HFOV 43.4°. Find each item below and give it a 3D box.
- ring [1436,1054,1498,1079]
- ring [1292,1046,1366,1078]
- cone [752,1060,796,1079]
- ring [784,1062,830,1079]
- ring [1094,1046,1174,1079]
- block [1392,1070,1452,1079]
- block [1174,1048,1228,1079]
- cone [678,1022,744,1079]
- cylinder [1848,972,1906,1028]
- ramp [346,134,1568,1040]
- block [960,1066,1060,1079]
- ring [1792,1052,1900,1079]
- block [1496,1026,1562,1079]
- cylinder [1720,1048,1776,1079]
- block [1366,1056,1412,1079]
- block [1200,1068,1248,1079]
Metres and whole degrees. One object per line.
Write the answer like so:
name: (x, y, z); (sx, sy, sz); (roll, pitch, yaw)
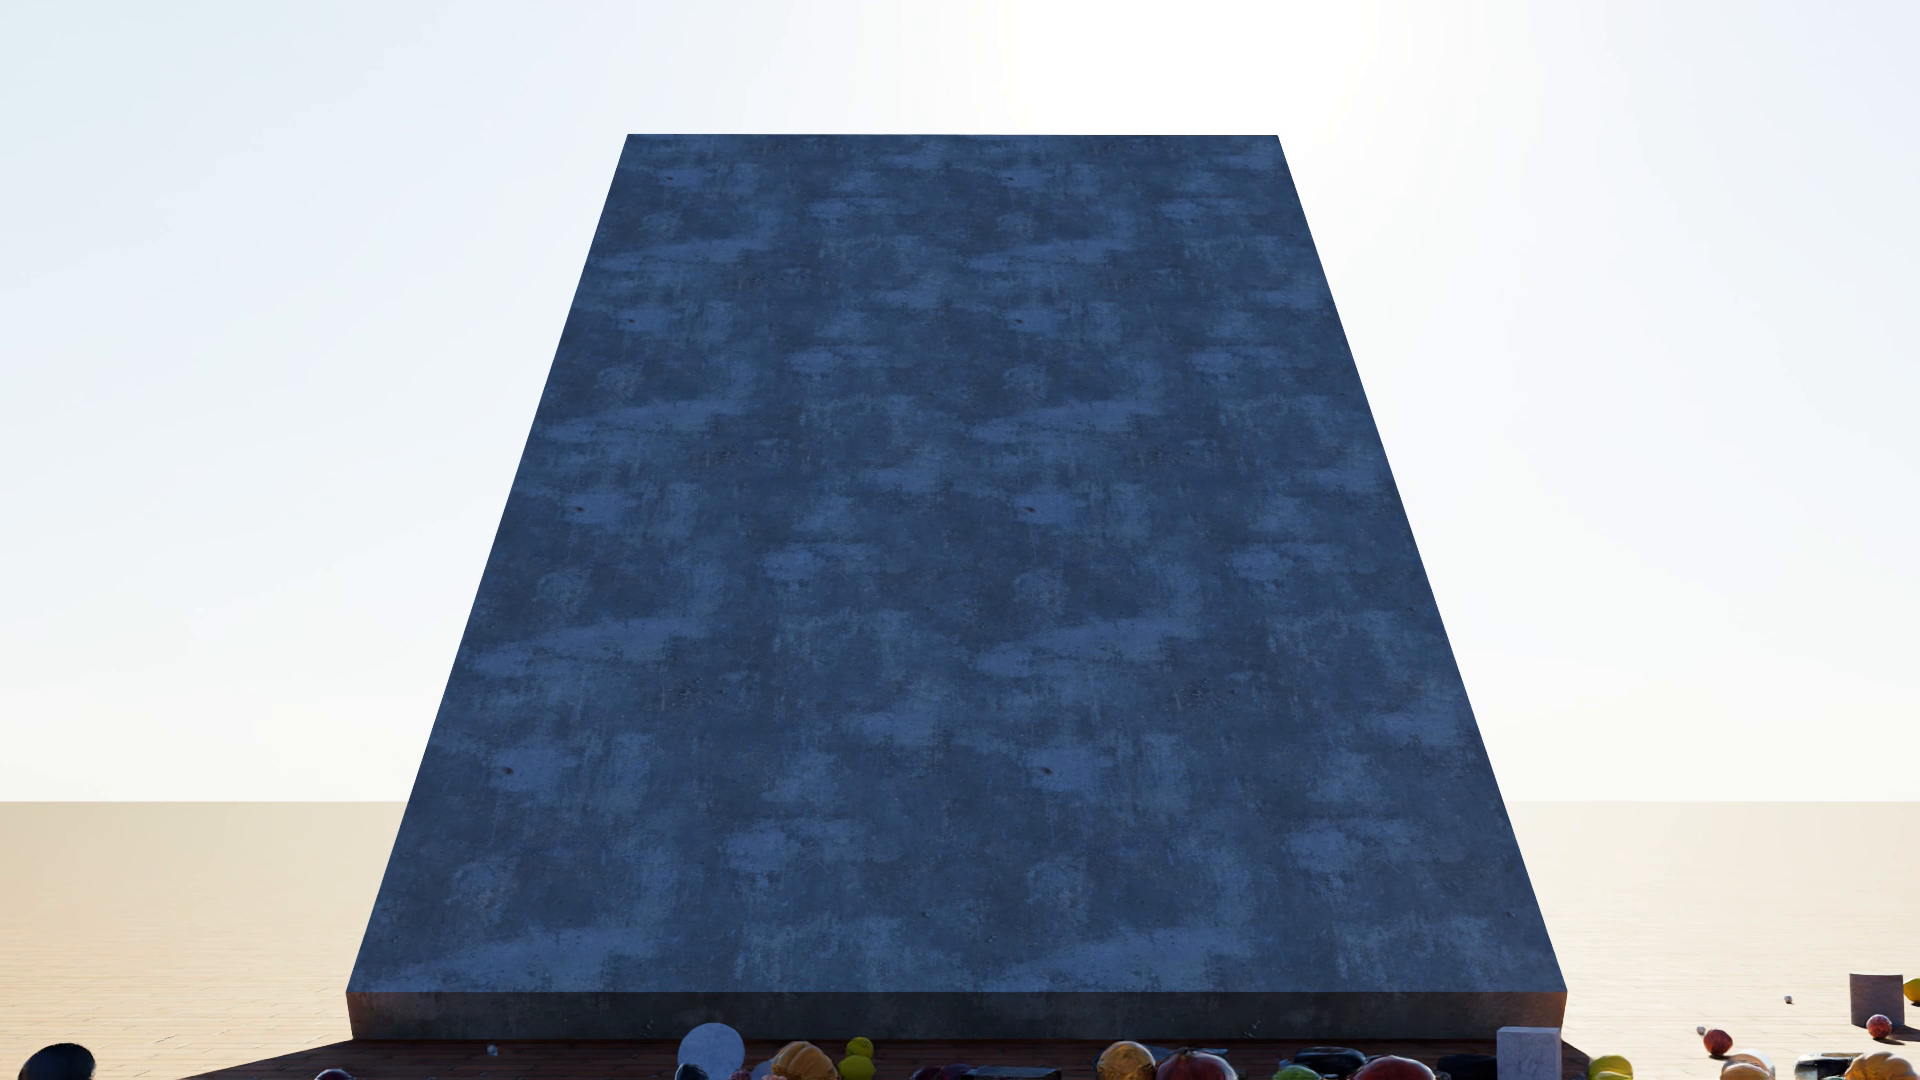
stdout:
ring: (0.726, 0.749, 3.417); (0.100, 0.033, 0.100); (1, -6, 0)
ring: (0.534, 0.755, 3.490); (0.105, 0.035, 0.105); (0, -5, 0)
cone: (-0.255, 0.727, 3.187); (0.060, 0.060, 0.060); (3, -38, -24)
ring: (-0.225, 0.746, 3.368); (0.085, 0.028, 0.085); (1, -7, 0)
ring: (0.251, 0.749, 3.453); (0.120, 0.040, 0.120); (-1, -6, 0)
block: (0.581, 0.696, 3.030); (0.055, 0.055, 0.055); (1, -6, -13)
block: (0.319, 0.707, 3.181); (0.065, 0.065, 0.065); (-1, -6, 10)
cone: (-0.341, 0.741, 3.391); (0.094, 0.094, 0.094); (-1, -33, 6)
cylinder: (1.613, 0.807, 4.244); (0.090, 0.090, 0.090); (0, -6, 0)
ramp: (-0.013, -0.211, 5.706); (2.000, 0.100, 4.000); (0, 30, 0)
block: (0.057, 0.644, 2.710); (0.092, 0.092, 0.092); (-2, -6, 16)
ring: (1.218, 0.731, 3.318); (0.139, 0.046, 0.139); (-1, -7, 0)
block: (0.787, 0.716, 3.331); (0.079, 0.079, 0.079); (-2, -6, 19)
cylinder: (1.048, 0.711, 3.206); (0.063, 0.063, 0.063); (-3, -7, 25)
block: (0.567, 0.713, 3.191); (0.055, 0.055, 0.055); (0, -6, 3)
block: (0.330, 0.694, 3.021); (0.058, 0.058, 0.058); (-1, -6, 9)
